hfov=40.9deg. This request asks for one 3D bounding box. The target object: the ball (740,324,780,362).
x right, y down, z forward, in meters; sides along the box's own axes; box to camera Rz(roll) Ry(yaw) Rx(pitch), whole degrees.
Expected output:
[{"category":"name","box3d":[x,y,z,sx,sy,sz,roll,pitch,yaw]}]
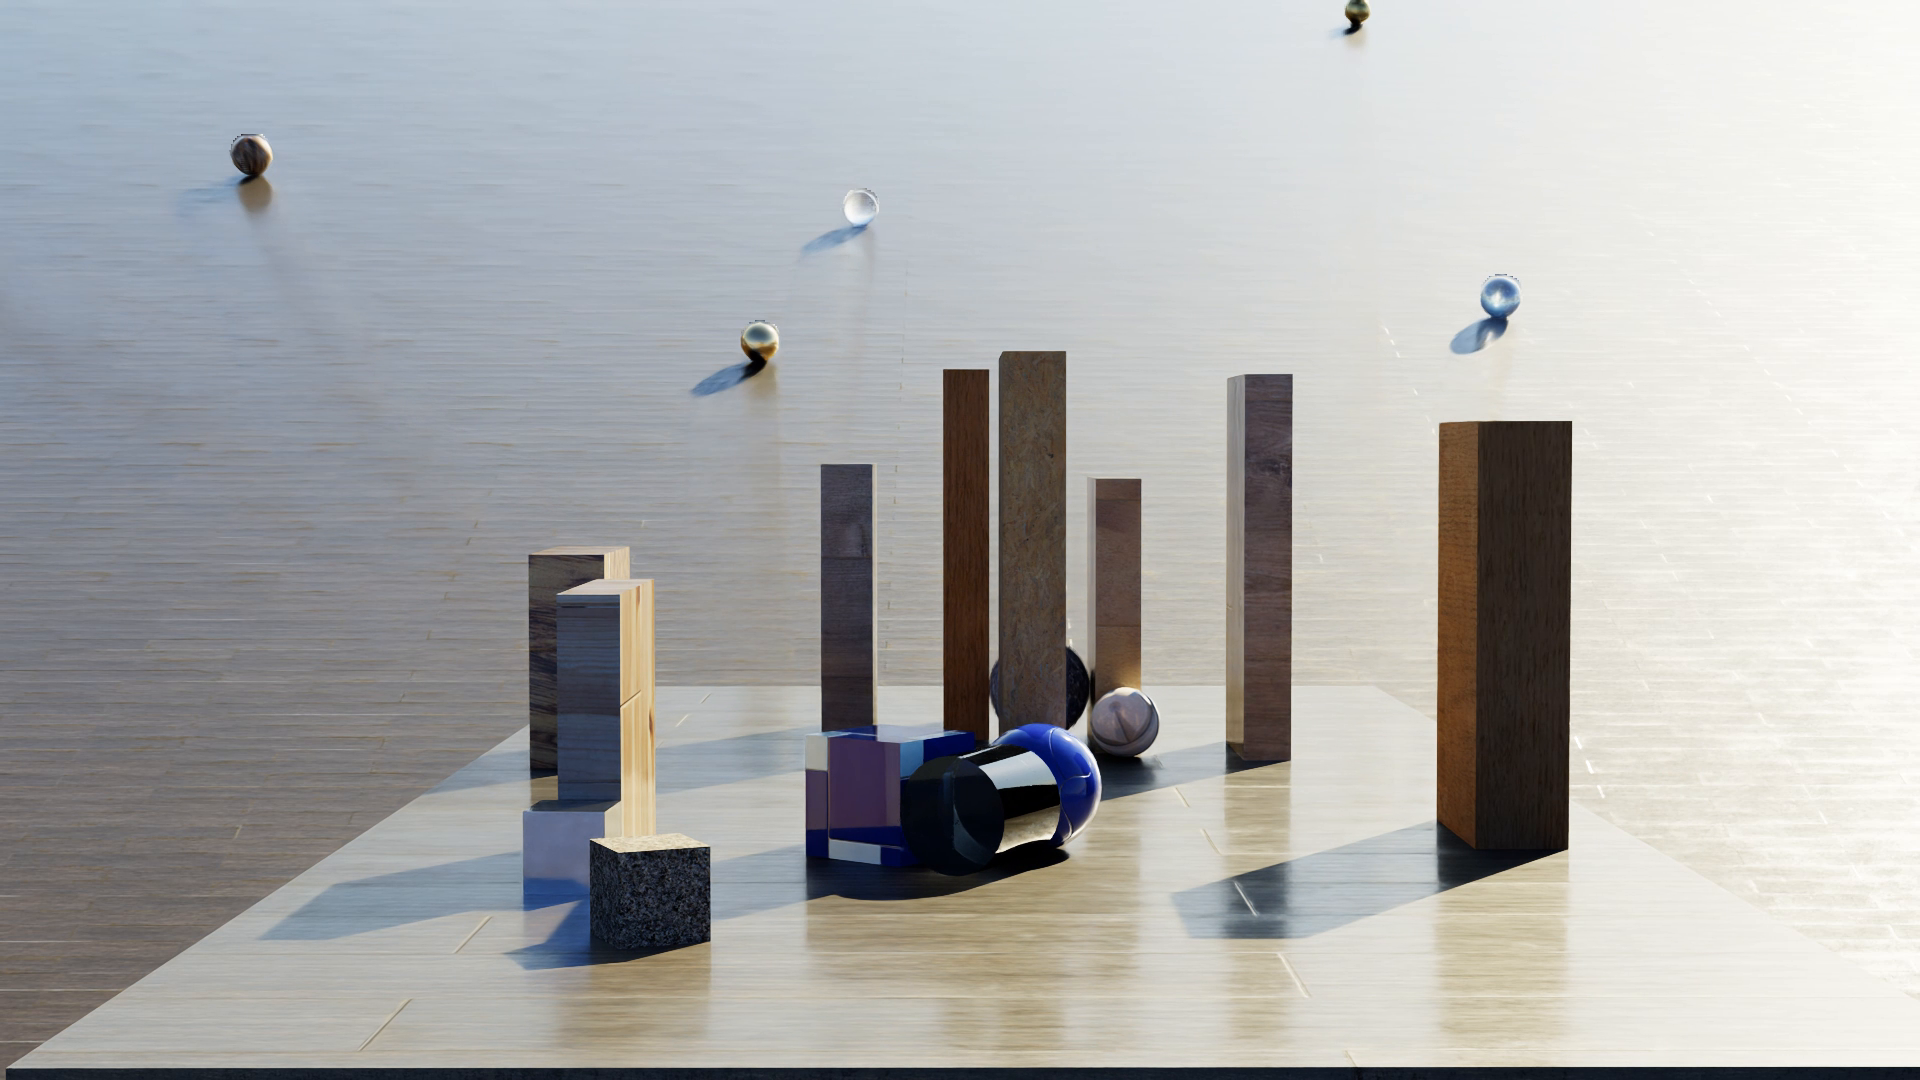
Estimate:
[{"category":"ball","box3d":[-0.700,-0.692,9.008,0.134,0.134,0.134,0,24,0]}]

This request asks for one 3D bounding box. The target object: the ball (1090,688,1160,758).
[{"category":"ball","box3d":[0.325,0.358,5.054,0.138,0.138,0.138,0,24,0]}]

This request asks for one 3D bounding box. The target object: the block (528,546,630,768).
[{"category":"block","box3d":[-0.746,0.223,5.072,0.144,0.406,0.373,0,2,0]}]

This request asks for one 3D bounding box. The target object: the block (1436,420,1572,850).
[{"category":"block","box3d":[0.852,0.139,4.054,0.142,0.649,0.316,0,2,0]}]

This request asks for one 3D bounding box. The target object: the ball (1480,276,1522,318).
[{"category":"ball","box3d":[1.980,-0.888,9.430,0.151,0.151,0.151,0,24,0]}]

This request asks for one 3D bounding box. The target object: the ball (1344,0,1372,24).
[{"category":"ball","box3d":[2.146,-2.854,13.887,0.141,0.141,0.141,0,24,0]}]

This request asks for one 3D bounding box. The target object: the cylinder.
[{"category":"cylinder","box3d":[0.030,0.390,3.739,0.172,0.172,0.172,14,9,28]}]

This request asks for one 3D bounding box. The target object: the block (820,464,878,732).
[{"category":"block","box3d":[-0.236,0.123,5.516,0.108,0.573,0.282,0,2,0]}]

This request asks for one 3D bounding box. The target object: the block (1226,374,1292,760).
[{"category":"block","box3d":[0.597,0.048,5.156,0.093,0.750,0.332,0,2,0]}]

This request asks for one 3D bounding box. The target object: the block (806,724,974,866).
[{"category":"block","box3d":[-0.104,0.381,3.870,0.181,0.181,0.181,2,3,37]}]

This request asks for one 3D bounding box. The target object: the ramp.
[{"category":"ramp","box3d":[0.055,0.496,4.544,2.000,0.100,4.000,0,2,0]}]

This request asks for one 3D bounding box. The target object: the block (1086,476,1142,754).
[{"category":"block","box3d":[0.314,0.145,5.278,0.091,0.546,0.327,0,2,0]}]

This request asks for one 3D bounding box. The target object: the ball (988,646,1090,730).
[{"category":"ball","box3d":[0.164,0.308,5.339,0.209,0.209,0.209,0,24,0]}]

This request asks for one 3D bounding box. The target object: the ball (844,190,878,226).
[{"category":"ball","box3d":[-0.404,-1.349,10.482,0.143,0.143,0.143,0,24,0]}]

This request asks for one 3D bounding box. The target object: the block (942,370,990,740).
[{"category":"block","box3d":[0.013,0.024,5.526,0.096,0.770,0.367,0,2,0]}]

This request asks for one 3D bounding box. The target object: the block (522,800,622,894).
[{"category":"block","box3d":[-0.537,0.426,3.575,0.114,0.114,0.114,0,2,4]}]

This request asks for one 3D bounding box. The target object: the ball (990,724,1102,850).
[{"category":"ball","box3d":[0.118,0.374,3.899,0.193,0.193,0.193,0,24,0]}]

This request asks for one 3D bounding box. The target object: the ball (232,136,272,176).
[{"category":"ball","box3d":[-3.070,-1.668,11.167,0.172,0.172,0.172,0,24,0]}]

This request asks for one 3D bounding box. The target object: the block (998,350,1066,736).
[{"category":"block","box3d":[0.115,0.080,4.187,0.098,0.758,0.406,0,2,0]}]

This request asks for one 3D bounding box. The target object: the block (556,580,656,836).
[{"category":"block","box3d":[-0.523,0.271,3.834,0.089,0.404,0.409,0,2,0]}]

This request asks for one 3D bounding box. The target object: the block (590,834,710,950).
[{"category":"block","box3d":[-0.387,0.437,3.215,0.118,0.118,0.118,-1,2,-25]}]
